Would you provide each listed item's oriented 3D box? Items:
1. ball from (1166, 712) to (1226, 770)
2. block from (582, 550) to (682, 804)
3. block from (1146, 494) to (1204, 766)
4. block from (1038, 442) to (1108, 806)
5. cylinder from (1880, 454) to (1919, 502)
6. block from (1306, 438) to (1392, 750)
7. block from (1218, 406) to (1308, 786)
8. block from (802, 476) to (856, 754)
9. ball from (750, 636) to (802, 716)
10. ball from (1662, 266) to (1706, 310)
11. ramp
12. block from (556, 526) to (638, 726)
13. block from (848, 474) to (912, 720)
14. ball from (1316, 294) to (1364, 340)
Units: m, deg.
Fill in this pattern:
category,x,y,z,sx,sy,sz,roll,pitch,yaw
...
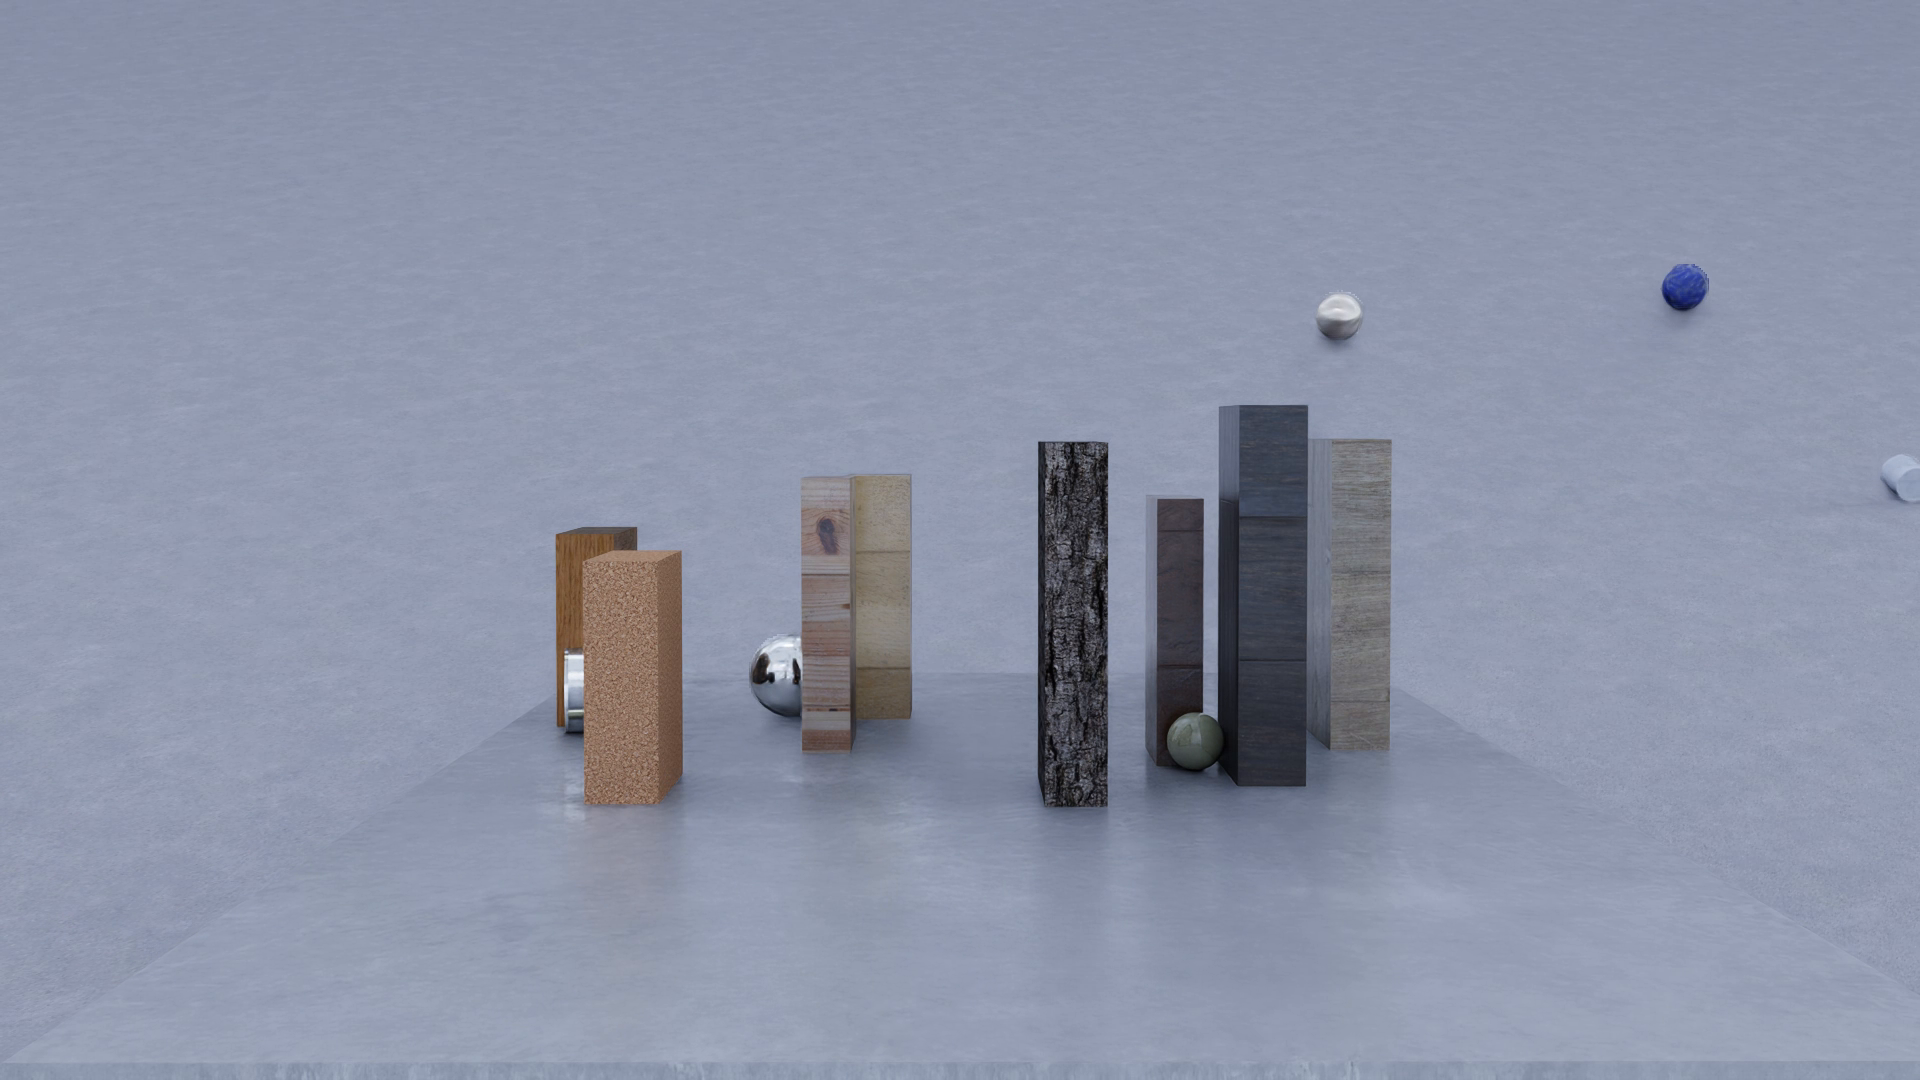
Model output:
category,x,y,z,sx,sy,sz,roll,pitch,yaw
ball,0.430,0.366,4.687,0.106,0.106,0.106,0,23,0
block,-0.562,0.229,4.448,0.123,0.403,0.377,0,3,0
block,0.405,0.164,4.873,0.085,0.493,0.284,0,3,0
block,0.191,0.132,4.409,0.103,0.599,0.371,0,3,0
cylinder,2.900,-0.190,7.887,0.111,0.111,0.111,-3,23,-6
block,0.772,0.098,5.151,0.115,0.600,0.384,0,3,0
block,0.542,0.090,4.634,0.119,0.662,0.349,0,3,0
block,-0.257,0.139,5.065,0.093,0.527,0.292,0,3,0
ball,-0.365,0.293,5.554,0.176,0.176,0.176,0,23,0
ball,2.703,-0.940,9.606,0.163,0.163,0.163,0,23,0
ramp,0.053,0.476,4.537,2.000,0.100,4.000,0,3,0
block,-0.782,0.180,5.563,0.121,0.402,0.396,0,3,0
block,-0.175,0.118,5.621,0.137,0.521,0.247,0,3,0
ball,1.367,-0.804,9.274,0.169,0.169,0.169,0,23,0
